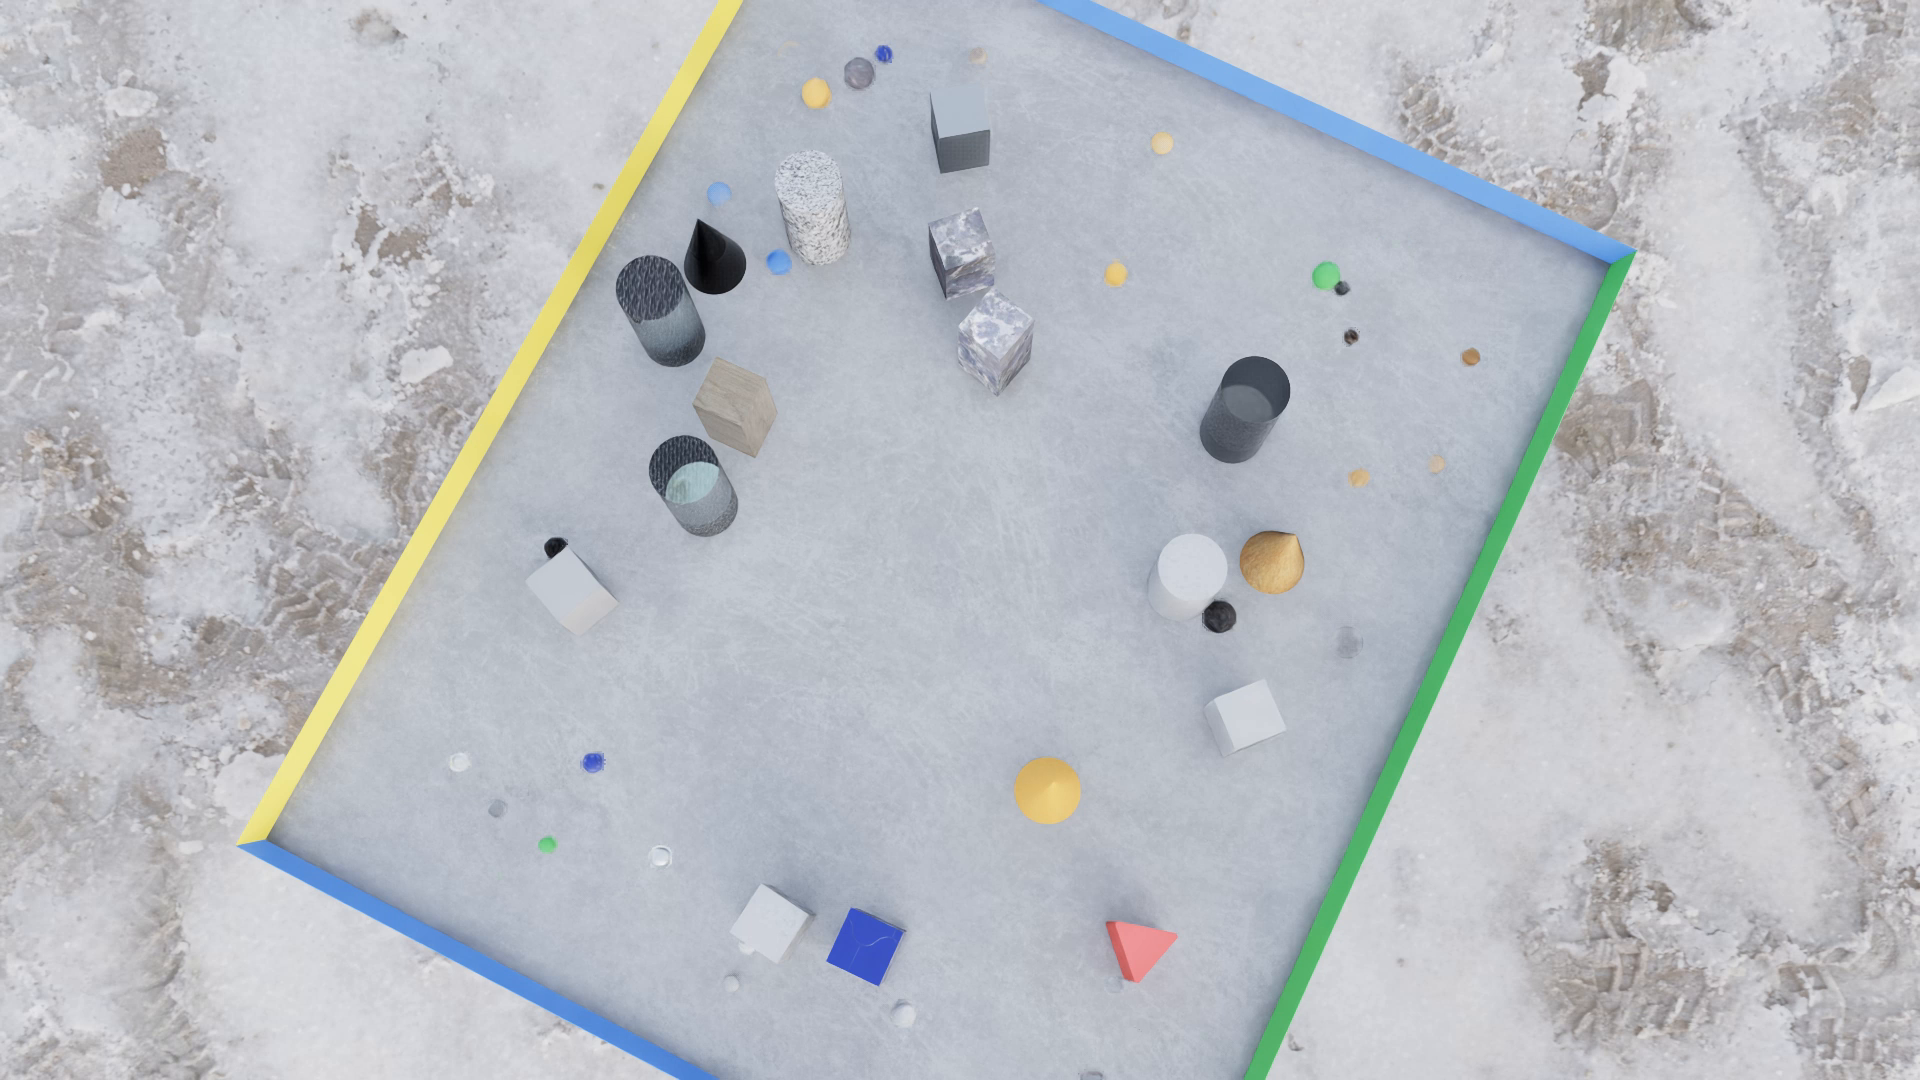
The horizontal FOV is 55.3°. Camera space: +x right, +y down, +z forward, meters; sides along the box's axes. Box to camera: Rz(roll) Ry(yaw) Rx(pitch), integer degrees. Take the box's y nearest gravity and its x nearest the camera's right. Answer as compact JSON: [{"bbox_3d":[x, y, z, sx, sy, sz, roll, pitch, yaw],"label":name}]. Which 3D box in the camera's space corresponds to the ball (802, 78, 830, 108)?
[{"bbox_3d":[-0.461,-1.430,5.865,0.094,0.094,0.094,0,78,0],"label":"ball"}]

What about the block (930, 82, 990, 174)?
[{"bbox_3d":[0.000,-1.289,5.744,0.159,0.273,0.159,-11,79,-2],"label":"block"}]

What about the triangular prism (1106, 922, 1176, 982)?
[{"bbox_3d":[0.485,1.136,5.205,0.149,0.345,0.172,41,81,8],"label":"triangular prism"}]

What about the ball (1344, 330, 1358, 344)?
[{"bbox_3d":[1.221,-0.634,5.724,0.047,0.047,0.047,0,78,0],"label":"ball"}]

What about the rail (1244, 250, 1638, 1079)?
[{"bbox_3d":[1.293,0.640,5.417,0.045,0.129,3.505,26,80,5],"label":"rail"}]

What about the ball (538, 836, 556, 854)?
[{"bbox_3d":[-1.218,0.901,5.405,0.050,0.050,0.050,0,78,0],"label":"ball"}]

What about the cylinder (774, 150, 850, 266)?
[{"bbox_3d":[-0.445,-1.010,5.601,0.199,0.440,0.199,0,78,0],"label":"cylinder"}]

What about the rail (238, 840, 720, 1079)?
[{"bbox_3d":[-0.773,1.521,5.235,2.940,0.129,0.045,26,80,5],"label":"rail"}]

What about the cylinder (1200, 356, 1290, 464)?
[{"bbox_3d":[0.843,-0.381,5.454,0.199,0.473,0.199,0,78,0],"label":"cylinder"}]

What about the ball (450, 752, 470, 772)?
[{"bbox_3d":[-1.488,0.661,5.449,0.060,0.060,0.060,0,78,0],"label":"ball"}]

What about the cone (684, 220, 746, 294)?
[{"bbox_3d":[-0.775,-0.910,5.604,0.199,0.394,0.199,0,78,0],"label":"cone"}]

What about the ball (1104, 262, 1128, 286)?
[{"bbox_3d":[0.491,-0.836,5.753,0.072,0.072,0.072,0,78,0],"label":"ball"}]

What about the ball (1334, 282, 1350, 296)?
[{"bbox_3d":[1.200,-0.789,5.756,0.046,0.046,0.046,0,78,0],"label":"ball"}]

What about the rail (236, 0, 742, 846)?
[{"bbox_3d":[-1.293,-0.626,5.679,0.045,0.129,3.505,26,80,5],"label":"rail"}]

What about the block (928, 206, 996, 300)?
[{"bbox_3d":[0.006,-0.881,5.656,0.159,0.280,0.159,-19,79,-4],"label":"block"}]

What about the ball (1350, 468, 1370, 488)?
[{"bbox_3d":[1.229,-0.191,5.626,0.059,0.059,0.059,0,78,0],"label":"ball"}]

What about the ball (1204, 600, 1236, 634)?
[{"bbox_3d":[0.782,0.232,5.513,0.098,0.098,0.098,0,78,0],"label":"ball"}]

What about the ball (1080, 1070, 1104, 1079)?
[{"bbox_3d":[0.379,1.562,5.253,0.078,0.078,0.078,0,78,0],"label":"ball"}]

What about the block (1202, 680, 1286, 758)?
[{"bbox_3d":[0.832,0.525,5.378,0.159,0.254,0.159,-21,79,-4],"label":"block"}]

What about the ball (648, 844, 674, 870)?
[{"bbox_3d":[-0.880,0.933,5.386,0.074,0.074,0.074,0,78,0],"label":"ball"}]

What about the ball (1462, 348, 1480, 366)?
[{"bbox_3d":[1.592,-0.571,5.707,0.054,0.054,0.054,0,78,0],"label":"ball"}]

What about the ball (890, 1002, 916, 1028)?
[{"bbox_3d":[-0.163,1.372,5.295,0.074,0.074,0.074,0,78,0],"label":"ball"}]

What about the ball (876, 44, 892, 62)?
[{"bbox_3d":[-0.246,-1.570,5.913,0.057,0.057,0.057,0,78,0],"label":"ball"}]

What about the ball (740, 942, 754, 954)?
[{"bbox_3d":[-0.620,1.185,5.347,0.048,0.048,0.048,0,78,0],"label":"ball"}]

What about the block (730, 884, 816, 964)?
[{"bbox_3d":[-0.531,1.096,5.238,0.159,0.297,0.159,32,80,6],"label":"block"}]

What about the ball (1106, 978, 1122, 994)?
[{"bbox_3d":[0.448,1.295,5.324,0.048,0.048,0.048,0,78,0],"label":"ball"}]

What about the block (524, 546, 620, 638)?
[{"bbox_3d":[-1.147,0.156,5.438,0.159,0.287,0.159,-40,81,-8],"label":"block"}]

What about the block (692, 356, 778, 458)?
[{"bbox_3d":[-0.672,-0.394,5.506,0.159,0.377,0.159,24,79,5],"label":"block"}]

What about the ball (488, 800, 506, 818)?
[{"bbox_3d":[-1.371,0.795,5.426,0.050,0.050,0.050,0,78,0],"label":"ball"}]

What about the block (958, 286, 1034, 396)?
[{"bbox_3d":[0.107,-0.594,5.542,0.159,0.387,0.159,39,81,7],"label":"block"}]

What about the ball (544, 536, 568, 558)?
[{"bbox_3d":[-1.229,0.025,5.577,0.068,0.068,0.068,0,78,0],"label":"ball"}]

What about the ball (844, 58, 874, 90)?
[{"bbox_3d":[-0.323,-1.496,5.876,0.099,0.099,0.099,0,78,0],"label":"ball"}]

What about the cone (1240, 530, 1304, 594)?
[{"bbox_3d":[0.954,0.026,5.400,0.199,0.414,0.199,0,78,0],"label":"cone"}]

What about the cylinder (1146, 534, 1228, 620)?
[{"bbox_3d":[0.667,0.114,5.416,0.199,0.348,0.199,0,78,0],"label":"cylinder"}]

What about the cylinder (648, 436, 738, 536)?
[{"bbox_3d":[-0.781,-0.154,5.411,0.199,0.465,0.199,0,78,0],"label":"cylinder"}]

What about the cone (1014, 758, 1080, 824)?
[{"bbox_3d":[0.261,0.712,5.293,0.199,0.345,0.199,0,78,0],"label":"cone"}]

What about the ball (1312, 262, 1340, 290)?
[{"bbox_3d":[1.148,-0.829,5.744,0.087,0.087,0.087,0,78,0],"label":"ball"}]

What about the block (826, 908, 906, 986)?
[{"bbox_3d":[-0.259,1.147,5.181,0.159,0.387,0.159,24,79,5],"label":"block"}]

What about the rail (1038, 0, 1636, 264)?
[{"bbox_3d":[0.773,-1.507,5.862,2.940,0.129,0.045,26,80,5],"label":"rail"}]

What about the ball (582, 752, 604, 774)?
[{"bbox_3d":[-1.091,0.662,5.448,0.062,0.062,0.062,0,78,0],"label":"ball"}]

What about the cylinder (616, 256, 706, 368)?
[{"bbox_3d":[-0.897,-0.683,5.524,0.199,0.459,0.199,0,78,0],"label":"cylinder"}]

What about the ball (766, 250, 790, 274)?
[{"bbox_3d":[-0.570,-0.874,5.758,0.078,0.078,0.078,0,78,0],"label":"ball"}]
